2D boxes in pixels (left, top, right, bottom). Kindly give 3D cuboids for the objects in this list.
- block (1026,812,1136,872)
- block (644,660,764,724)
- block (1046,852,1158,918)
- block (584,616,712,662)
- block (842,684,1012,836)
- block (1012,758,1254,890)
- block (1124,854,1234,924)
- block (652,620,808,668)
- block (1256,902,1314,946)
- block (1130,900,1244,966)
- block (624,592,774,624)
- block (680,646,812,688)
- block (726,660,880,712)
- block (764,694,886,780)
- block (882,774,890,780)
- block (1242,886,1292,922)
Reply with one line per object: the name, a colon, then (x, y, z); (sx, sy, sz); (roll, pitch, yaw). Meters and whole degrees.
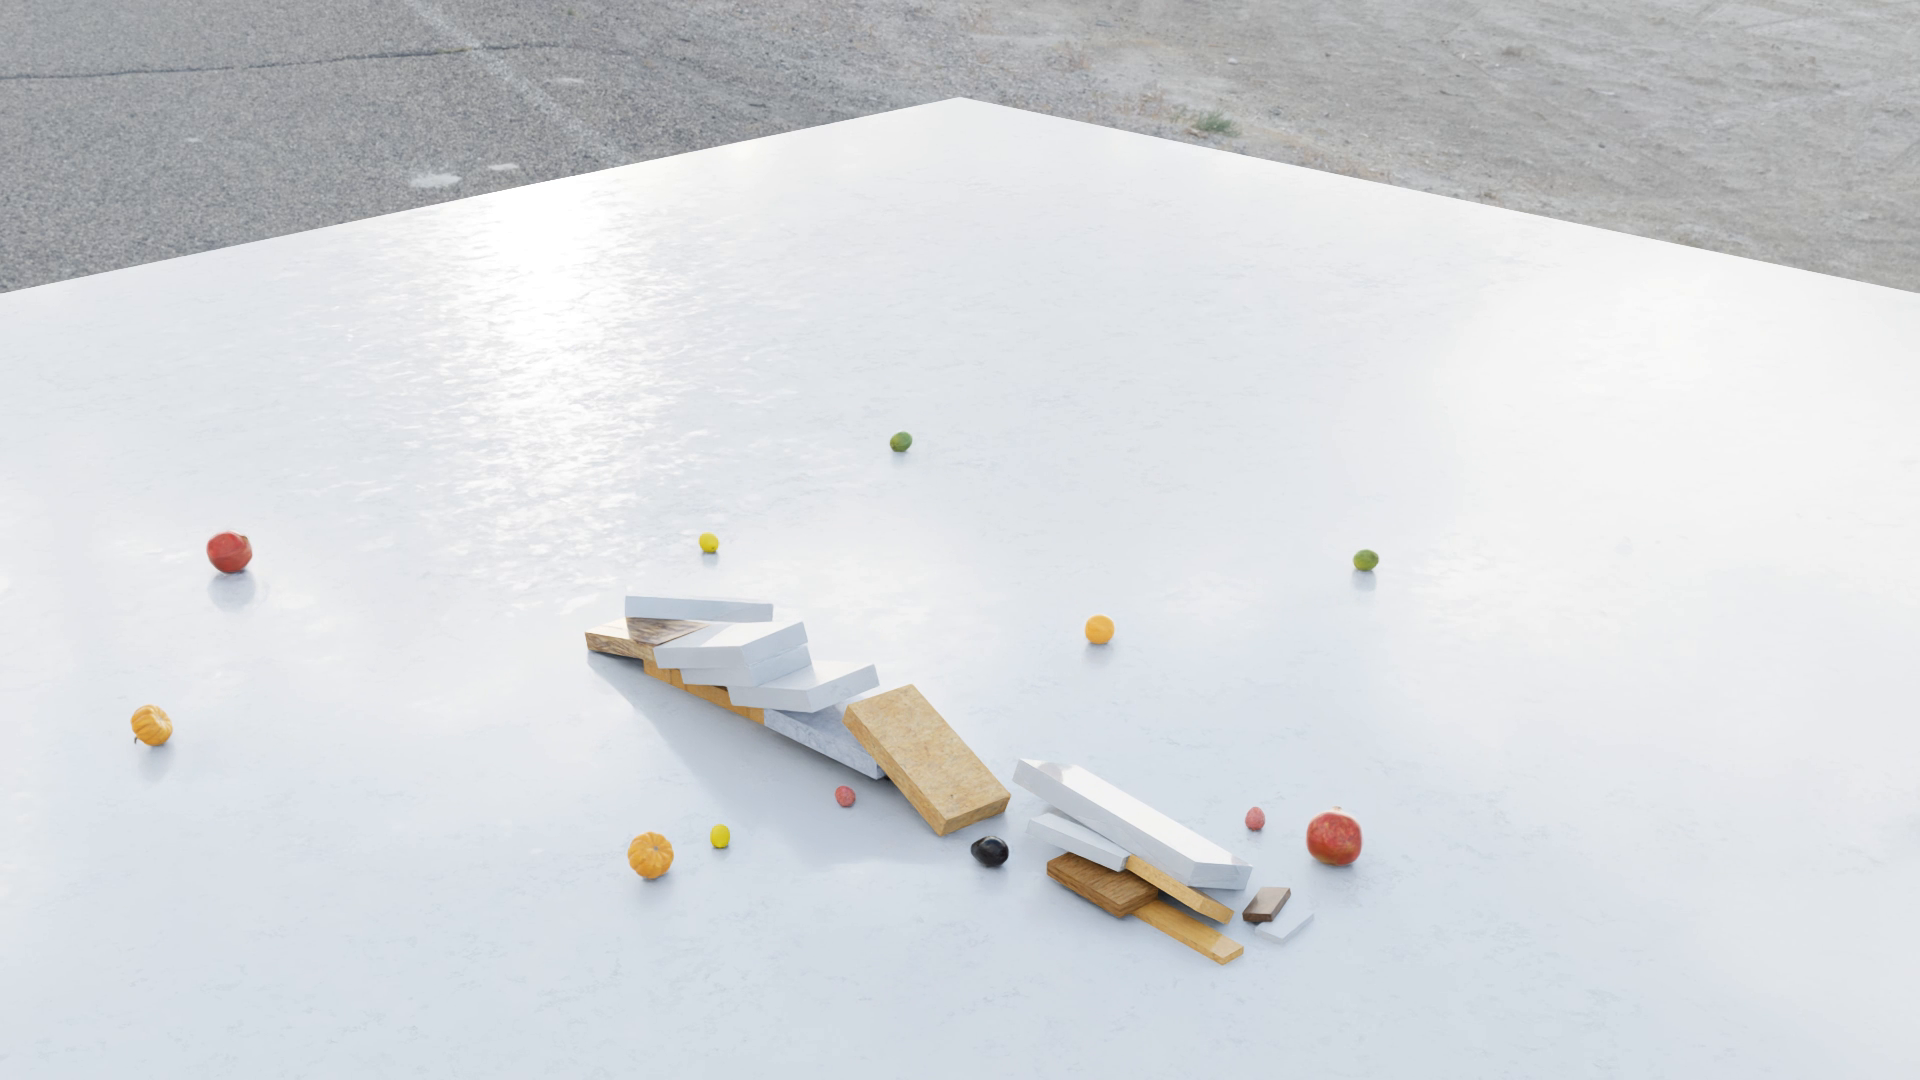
block: (0.236, 0.579, 4.216); (0.200, 0.028, 0.100); (20, 9, 23)
block: (-0.453, 0.337, 4.911); (0.585, 0.043, 0.152); (19, 29, 37)
block: (0.269, 0.645, 4.164); (0.100, 0.028, 0.200); (-18, 29, -37)
block: (-0.720, 0.224, 5.089); (0.152, 0.043, 0.304); (-20, 17, -39)
block: (-0.070, 0.444, 4.483); (0.172, 0.049, 0.344); (-16, 50, -38)
block: (0.331, 0.553, 4.311); (0.171, 0.049, 0.507); (12, 10, -43)
block: (0.410, 0.653, 4.114); (0.100, 0.028, 0.200); (30, -2, -43)
block: (-0.508, 0.231, 4.840); (0.171, 0.049, 0.343); (-22, 11, -40)
block: (0.601, 0.710, 4.067); (0.057, 0.016, 0.113); (18, 29, 36)
block: (0.379, 0.701, 4.087); (0.057, 0.016, 0.342); (-19, 30, -38)
block: (-0.619, 0.160, 5.195); (0.343, 0.049, 0.171); (4, 1, -9)
block: (-0.472, 0.274, 4.817); (0.152, 0.043, 0.304); (-21, 11, -35)
block: (-0.337, 0.308, 4.680); (0.172, 0.049, 0.344); (-20, 10, -33)
block: (-0.236, 0.397, 4.652); (0.344, 0.049, 0.172); (20, 30, 39)
block: (-0.166, 0.467, 4.617); (0.049, 0.014, 0.098); (-21, 42, -41)
block: (0.574, 0.681, 4.111); (0.057, 0.016, 0.113); (-4, 15, 28)
